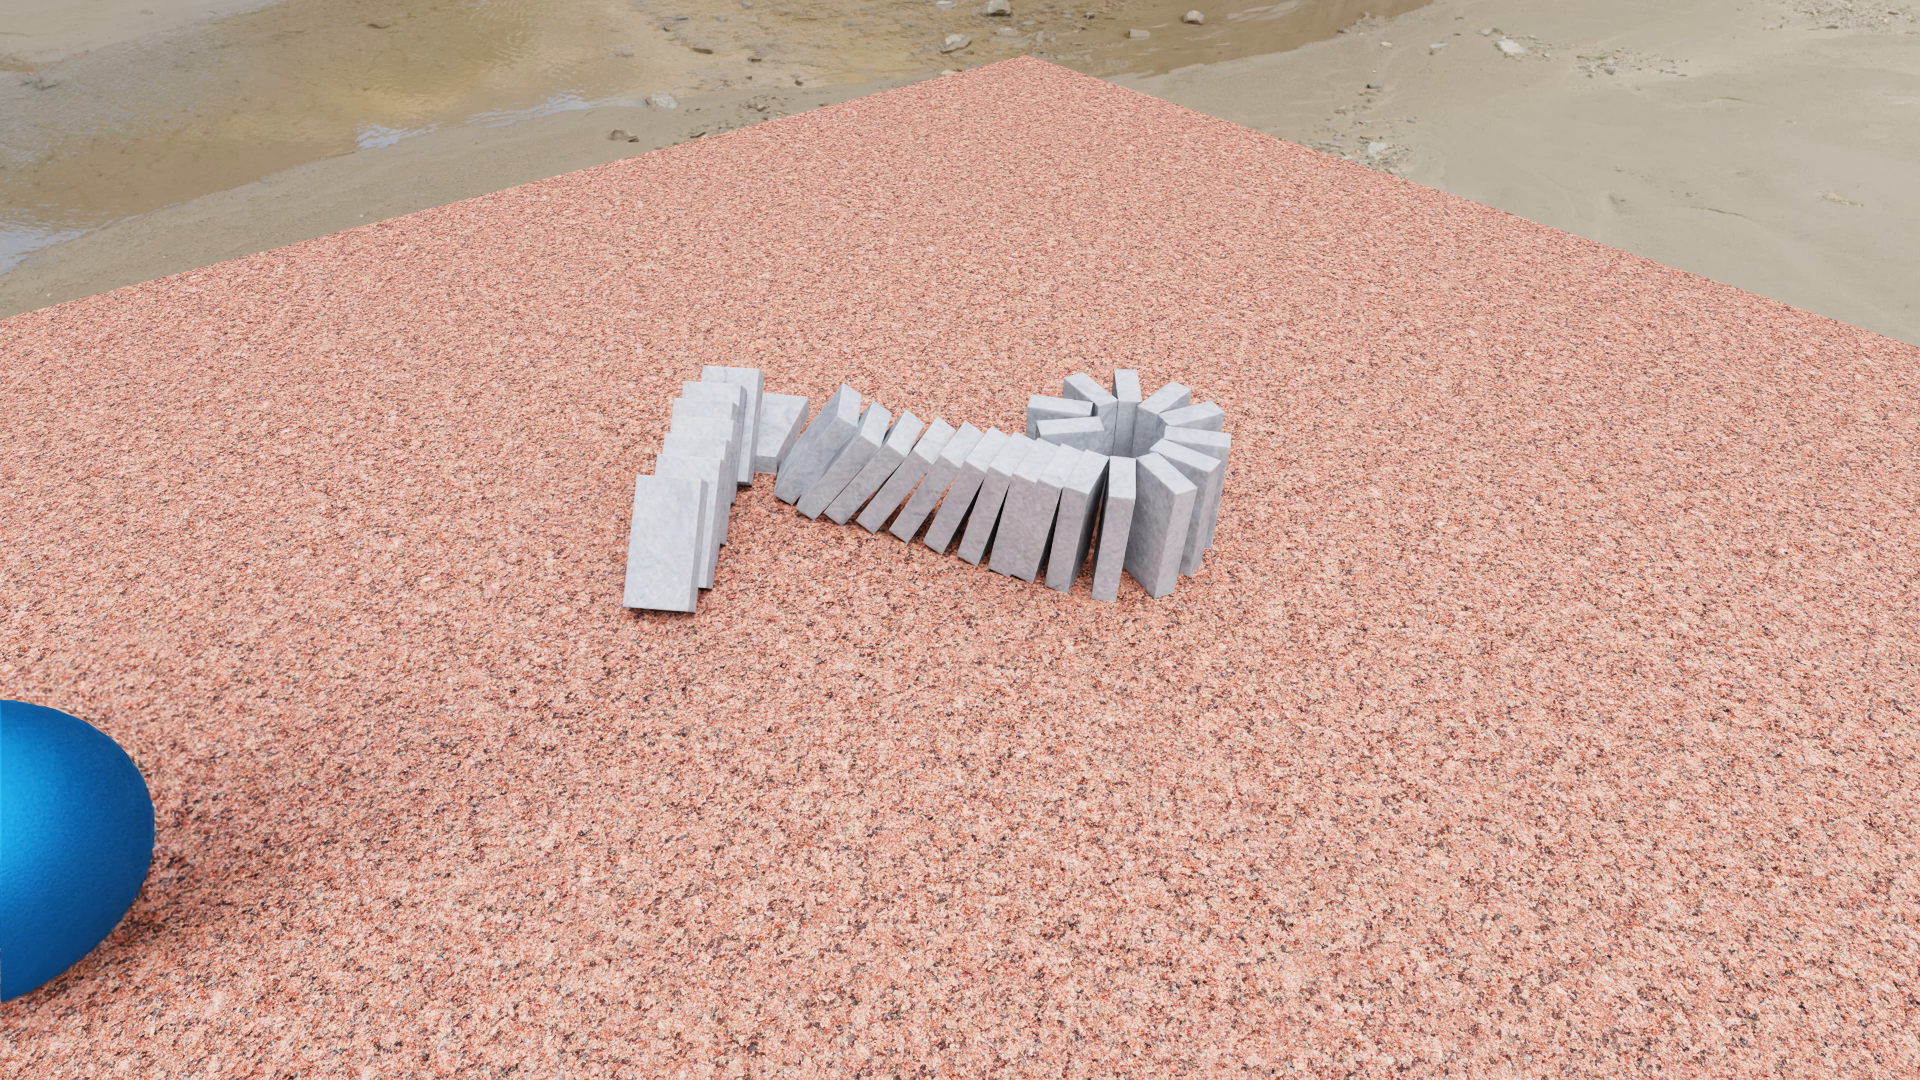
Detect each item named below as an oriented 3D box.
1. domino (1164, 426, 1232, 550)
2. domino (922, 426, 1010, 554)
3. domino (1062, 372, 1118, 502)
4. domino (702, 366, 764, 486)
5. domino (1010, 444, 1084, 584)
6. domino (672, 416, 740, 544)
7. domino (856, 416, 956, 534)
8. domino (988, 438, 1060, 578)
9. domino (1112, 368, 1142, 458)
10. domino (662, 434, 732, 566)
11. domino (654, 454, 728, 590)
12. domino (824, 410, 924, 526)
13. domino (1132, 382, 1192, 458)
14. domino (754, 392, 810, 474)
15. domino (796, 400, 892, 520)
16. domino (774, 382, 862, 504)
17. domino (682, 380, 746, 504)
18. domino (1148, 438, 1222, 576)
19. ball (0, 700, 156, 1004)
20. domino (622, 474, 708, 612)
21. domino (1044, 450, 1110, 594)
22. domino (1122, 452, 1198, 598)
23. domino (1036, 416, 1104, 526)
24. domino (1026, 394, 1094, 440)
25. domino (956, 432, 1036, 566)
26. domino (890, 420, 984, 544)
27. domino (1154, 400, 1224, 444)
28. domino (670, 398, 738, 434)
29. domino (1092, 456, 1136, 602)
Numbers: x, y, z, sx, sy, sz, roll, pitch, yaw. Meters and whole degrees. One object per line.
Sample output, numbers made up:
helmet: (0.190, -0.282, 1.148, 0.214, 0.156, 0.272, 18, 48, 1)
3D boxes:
domino: (0.091, -0.020, 0.436, 0.025, 0.050, 0.009, 8, 40, 10)
domino: (0.003, -0.019, 0.435, 0.010, 0.050, 0.025, 33, 45, 3)
domino: (0.053, -0.042, 0.463, 0.010, 0.050, 0.025, -20, 43, -22)
domino: (-0.101, -0.050, 0.479, 0.025, 0.009, 0.050, 4, 82, 5)
domino: (0.033, -0.010, 0.423, 0.009, 0.050, 0.025, 24, 44, 12)
domino: (-0.106, -0.024, 0.447, 0.025, 0.010, 0.050, 5, 84, 5)
domino: (-0.022, -0.026, 0.445, 0.010, 0.050, 0.025, 38, 43, -7)
domino: (0.025, -0.012, 0.426, 0.009, 0.050, 0.025, 24, 44, 12)
domino: (0.069, -0.044, 0.465, 0.010, 0.050, 0.025, 1, 39, 2)
domino: (-0.107, -0.016, 0.437, 0.025, 0.010, 0.050, 6, 84, 5)
domino: (-0.107, -0.007, 0.426, 0.025, 0.009, 0.050, 5, 84, 5)
domino: (-0.035, -0.029, 0.450, 0.010, 0.050, 0.025, 37, 40, -12)
domino: (0.082, -0.038, 0.458, 0.009, 0.050, 0.025, 29, 48, 31)
domino: (-0.088, -0.050, 0.504, 0.025, 0.010, 0.050, 7, 40, 8)
domino: (-0.048, -0.032, 0.455, 0.009, 0.050, 0.025, 34, 37, -17)
domino: (-0.060, -0.040, 0.464, 0.010, 0.050, 0.025, 31, 33, -22)
domino: (-0.107, -0.041, 0.469, 0.025, 0.009, 0.050, 4, 84, 5)
domino: (0.084, -0.012, 0.426, 0.025, 0.050, 0.010, 25, 44, 27)
ball: (-0.260, 0.082, 0.288, 0.080, 0.080, 0.080, 0, 39, 0)
domino: (-0.111, 0.001, 0.416, 0.025, 0.010, 0.050, 4, 84, 5)
domino: (0.044, -0.007, 0.419, 0.009, 0.050, 0.025, 20, 43, 15)
domino: (0.074, -0.005, 0.417, 0.010, 0.050, 0.025, -16, 43, -23)
domino: (0.043, -0.025, 0.442, 0.025, 0.050, 0.009, -5, 40, -6)
domino: (0.040, -0.035, 0.454, 0.025, 0.050, 0.009, 9, 40, 11)
domino: (0.014, -0.016, 0.430, 0.010, 0.050, 0.025, 28, 45, 8)
domino: (-0.010, -0.023, 0.440, 0.009, 0.050, 0.025, 35, 44, -2)
domino: (0.091, -0.031, 0.449, 0.025, 0.050, 0.009, -15, 41, -17)
domino: (-0.108, -0.033, 0.458, 0.025, 0.010, 0.050, 4, 84, 5)
domino: (0.058, -0.004, 0.416, 0.009, 0.050, 0.025, 7, 40, 4)
